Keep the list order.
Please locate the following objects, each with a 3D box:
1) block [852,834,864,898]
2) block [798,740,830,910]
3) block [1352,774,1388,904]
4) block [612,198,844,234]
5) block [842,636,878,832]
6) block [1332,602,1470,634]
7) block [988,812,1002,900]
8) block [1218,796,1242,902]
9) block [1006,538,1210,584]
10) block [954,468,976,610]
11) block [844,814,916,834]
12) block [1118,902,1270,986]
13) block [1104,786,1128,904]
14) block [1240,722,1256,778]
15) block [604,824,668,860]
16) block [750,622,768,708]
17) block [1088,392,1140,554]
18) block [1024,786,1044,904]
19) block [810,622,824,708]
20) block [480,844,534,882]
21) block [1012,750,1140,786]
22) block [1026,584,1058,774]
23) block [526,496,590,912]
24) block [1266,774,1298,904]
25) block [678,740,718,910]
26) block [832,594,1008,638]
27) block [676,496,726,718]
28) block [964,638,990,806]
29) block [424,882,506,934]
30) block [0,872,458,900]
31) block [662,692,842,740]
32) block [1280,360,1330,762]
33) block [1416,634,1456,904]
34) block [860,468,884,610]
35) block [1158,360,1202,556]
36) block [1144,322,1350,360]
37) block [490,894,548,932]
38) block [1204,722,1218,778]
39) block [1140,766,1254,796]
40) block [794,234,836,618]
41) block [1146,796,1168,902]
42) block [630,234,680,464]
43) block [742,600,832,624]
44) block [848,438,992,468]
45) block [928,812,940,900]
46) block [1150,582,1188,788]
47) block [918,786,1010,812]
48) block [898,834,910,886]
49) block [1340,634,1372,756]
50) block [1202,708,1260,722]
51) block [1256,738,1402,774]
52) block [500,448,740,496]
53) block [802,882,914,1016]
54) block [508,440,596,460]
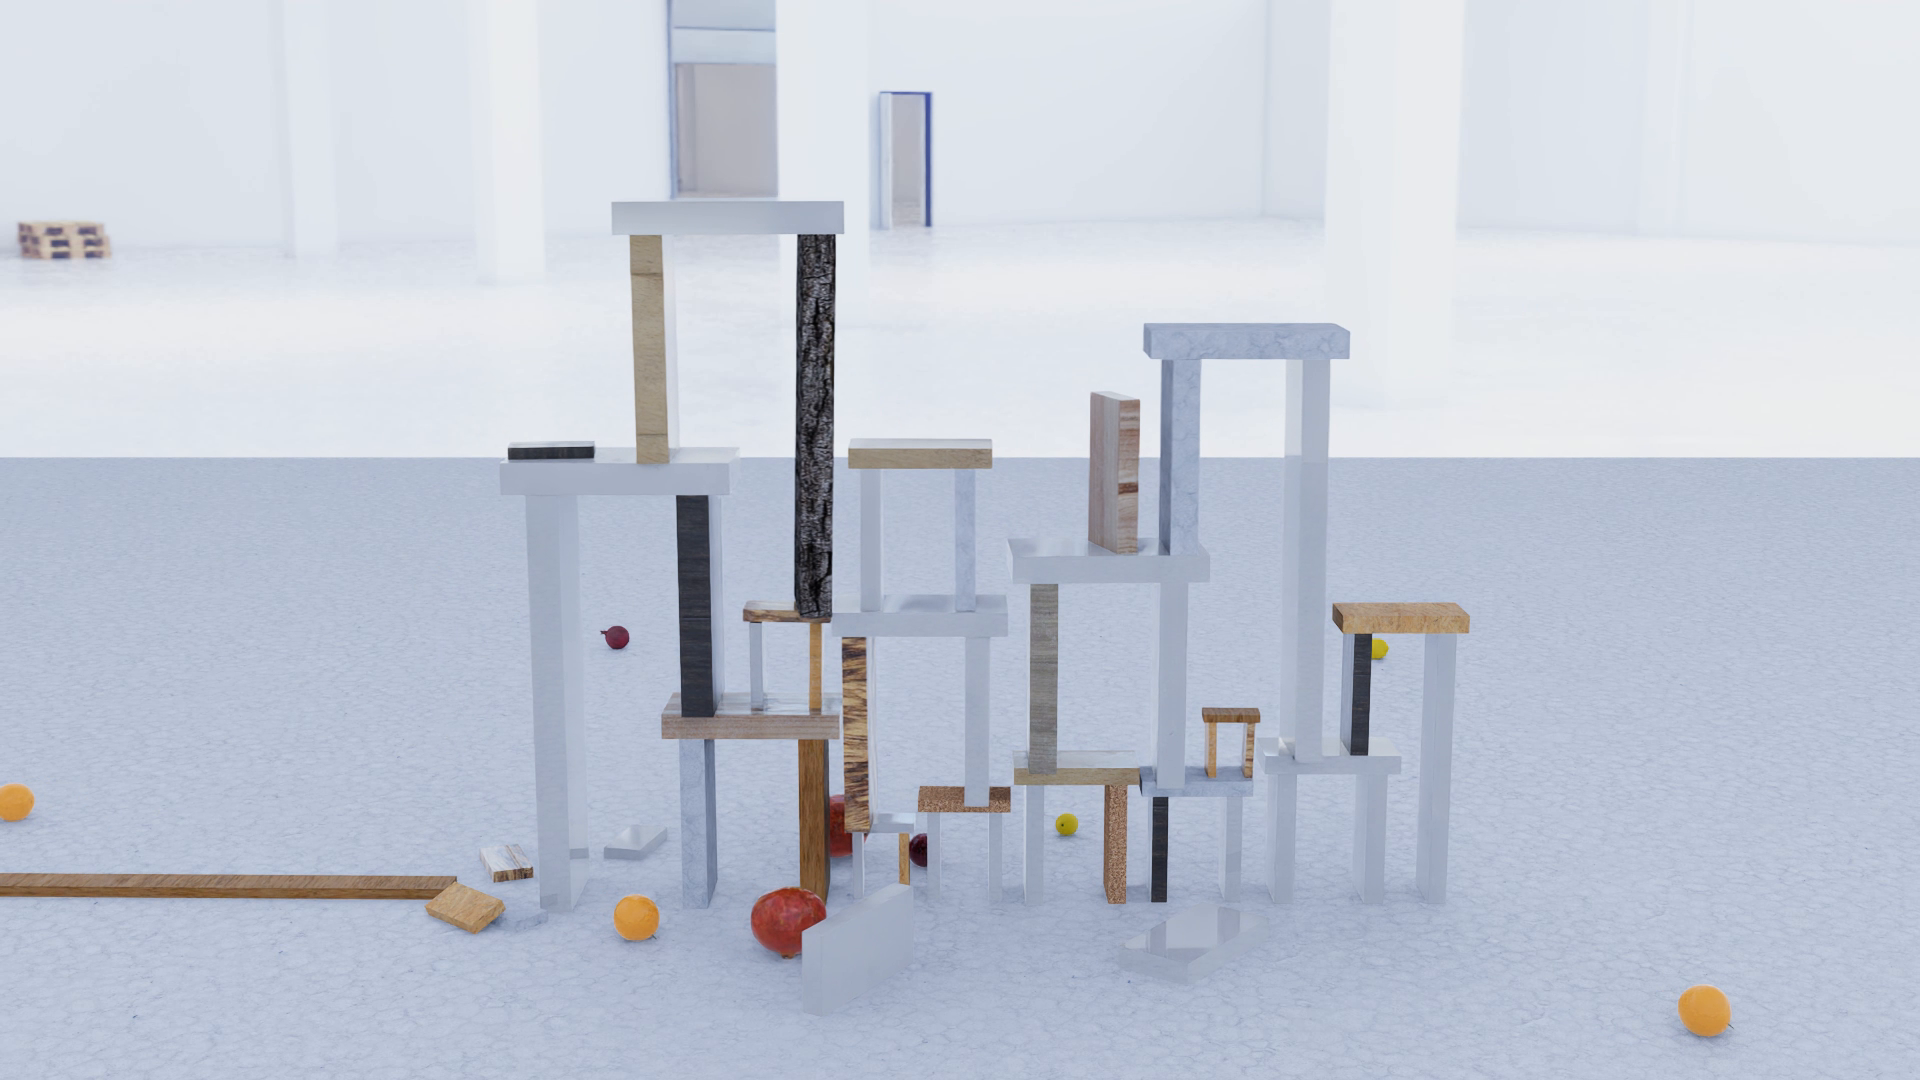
[{"bbox_3d":[-0.169,0.533,3.661,0.016,0.114,0.057,0,11,0],"label":"block"},{"bbox_3d":[-0.241,0.449,3.640,0.041,0.287,0.144,0,11,0],"label":"block"},{"bbox_3d":[0.681,0.480,3.654,0.031,0.221,0.111,0,11,0],"label":"block"},{"bbox_3d":[-0.360,-0.510,3.457,0.355,0.050,0.178,-1,11,-3],"label":"block"},{"bbox_3d":[-0.164,0.302,3.614,0.040,0.325,0.141,0,10,4],"label":"block"},{"bbox_3d":[0.717,0.127,3.585,0.203,0.029,0.102,0,11,0],"label":"block"},{"bbox_3d":[0.058,0.515,3.659,0.022,0.152,0.076,0,11,0],"label":"block"},{"bbox_3d":[0.449,0.500,3.655,0.026,0.182,0.091,0,11,0],"label":"block"},{"bbox_3d":[0.237,0.033,3.556,0.313,0.044,0.157,0,11,-2],"label":"block"},{"bbox_3d":[0.008,-0.010,3.559,0.033,0.230,0.115,0,11,0],"label":"block"},{"bbox_3d":[-0.132,0.469,3.646,0.114,0.016,0.057,0,11,1],"label":"block"},{"bbox_3d":[0.364,0.622,3.402,0.122,0.035,0.245,8,13,36],"label":"block"},{"bbox_3d":[0.258,0.489,3.652,0.029,0.204,0.102,0,11,-1],"label":"block"},{"bbox_3d":[0.475,0.340,3.623,0.013,0.093,0.046,1,11,-1],"label":"block"},{"bbox_3d":[-0.575,0.536,3.905,0.068,0.019,0.135,2,11,13],"label":"block"},{"bbox_3d":[-0.330,0.197,3.601,0.020,0.141,0.071,0,11,1],"label":"block"},{"bbox_3d":[0.247,-0.110,3.532,0.035,0.245,0.122,-3,11,-19],"label":"block"},{"bbox_3d":[0.122,0.489,3.651,0.029,0.204,0.102,0,11,-1],"label":"block"},{"bbox_3d":[-0.234,0.198,3.598,0.020,0.141,0.071,1,11,0],"label":"block"},{"bbox_3d":[-0.783,0.557,3.795,0.068,0.019,0.135,-4,11,-22],"label":"block"},{"bbox_3d":[0.190,0.375,3.626,0.204,0.029,0.102,0,11,0],"label":"block"},{"bbox_3d":[0.133,0.209,3.588,0.044,0.313,0.157,0,11,0],"label":"block"},{"bbox_3d":[-0.658,0.252,3.605,0.051,0.688,0.180,0,11,0],"label":"block"},{"bbox_3d":[0.533,0.480,3.654,0.031,0.221,0.111,0,11,0],"label":"block"},{"bbox_3d":[-0.432,0.449,3.641,0.041,0.287,0.144,0,11,0],"label":"block"},{"bbox_3d":[-0.064,0.123,3.581,0.282,0.040,0.141,0,11,0],"label":"block"},{"bbox_3d":[-0.421,0.090,3.578,0.051,0.360,0.180,0,11,0],"label":"block"},{"bbox_3d":[0.029,0.281,3.610,0.040,0.282,0.141,0,11,1],"label":"block"},{"bbox_3d":[-0.797,0.592,3.540,0.131,0.018,0.065,10,38,42],"label":"block"},{"bbox_3d":[-1.282,0.579,3.678,0.869,0.018,0.065,0,11,1],"label":"block"},{"bbox_3d":[-0.337,0.288,3.611,0.287,0.041,0.144,0,11,0],"label":"block"},{"bbox_3d":[0.557,0.024,3.561,0.044,0.648,0.155,-1,11,-1],"label":"block"},{"bbox_3d":[0.785,0.365,3.630,0.029,0.456,0.102,0,11,0],"label":"block"},{"bbox_3d":[-0.142,-0.010,3.559,0.033,0.230,0.115,1,11,0],"label":"block"},{"bbox_3d":[0.352,-0.142,3.527,0.044,0.310,0.155,0,11,-2],"label":"block"},{"bbox_3d":[0.453,-0.317,3.498,0.310,0.044,0.155,0,11,0],"label":"block"},{"bbox_3d":[-0.733,0.602,3.554,0.131,0.018,0.065,9,14,39],"label":"block"},{"bbox_3d":[0.413,0.340,3.625,0.013,0.093,0.046,-1,11,-2],"label":"block"},{"bbox_3d":[0.388,0.399,3.634,0.182,0.026,0.091,0,11,0],"label":"block"},{"bbox_3d":[-0.234,-0.190,3.532,0.050,0.605,0.178,0,11,-8],"label":"block"},{"bbox_3d":[0.328,0.500,3.655,0.026,0.182,0.091,0,11,0],"label":"block"},{"bbox_3d":[-0.484,-0.310,3.496,0.050,0.355,0.178,-1,11,-1],"label":"block"},{"bbox_3d":[-0.280,0.117,3.587,0.141,0.020,0.071,1,10,0],"label":"block"},{"bbox_3d":[-0.063,-0.139,3.536,0.230,0.033,0.115,0,11,0],"label":"block"},{"bbox_3d":[-0.043,0.515,3.659,0.022,0.152,0.076,0,11,0],"label":"block"},{"bbox_3d":[0.341,0.220,3.596,0.044,0.339,0.157,0,11,1],"label":"block"},{"bbox_3d":[0.008,0.429,3.642,0.152,0.022,0.076,0,11,1],"label":"block"},{"bbox_3d":[-0.092,0.533,3.661,0.016,0.114,0.057,0,11,0],"label":"block"},{"bbox_3d":[0.649,0.241,3.607,0.029,0.203,0.102,0,11,0],"label":"block"},{"bbox_3d":[0.445,0.288,3.614,0.093,0.013,0.046,0,11,2],"label":"block"},{"bbox_3d":[0.607,0.356,3.631,0.221,0.031,0.111,0,11,0],"label":"block"},{"bbox_3d":[-0.542,-0.112,3.541,0.360,0.051,0.180,0,11,0],"label":"block"},{"bbox_3d":[-0.149,0.604,3.258,0.035,0.122,0.245,6,12,30],"label":"block"},{"bbox_3d":[-0.654,-0.144,3.525,0.135,0.019,0.068,-1,11,-7],"label":"block"}]
